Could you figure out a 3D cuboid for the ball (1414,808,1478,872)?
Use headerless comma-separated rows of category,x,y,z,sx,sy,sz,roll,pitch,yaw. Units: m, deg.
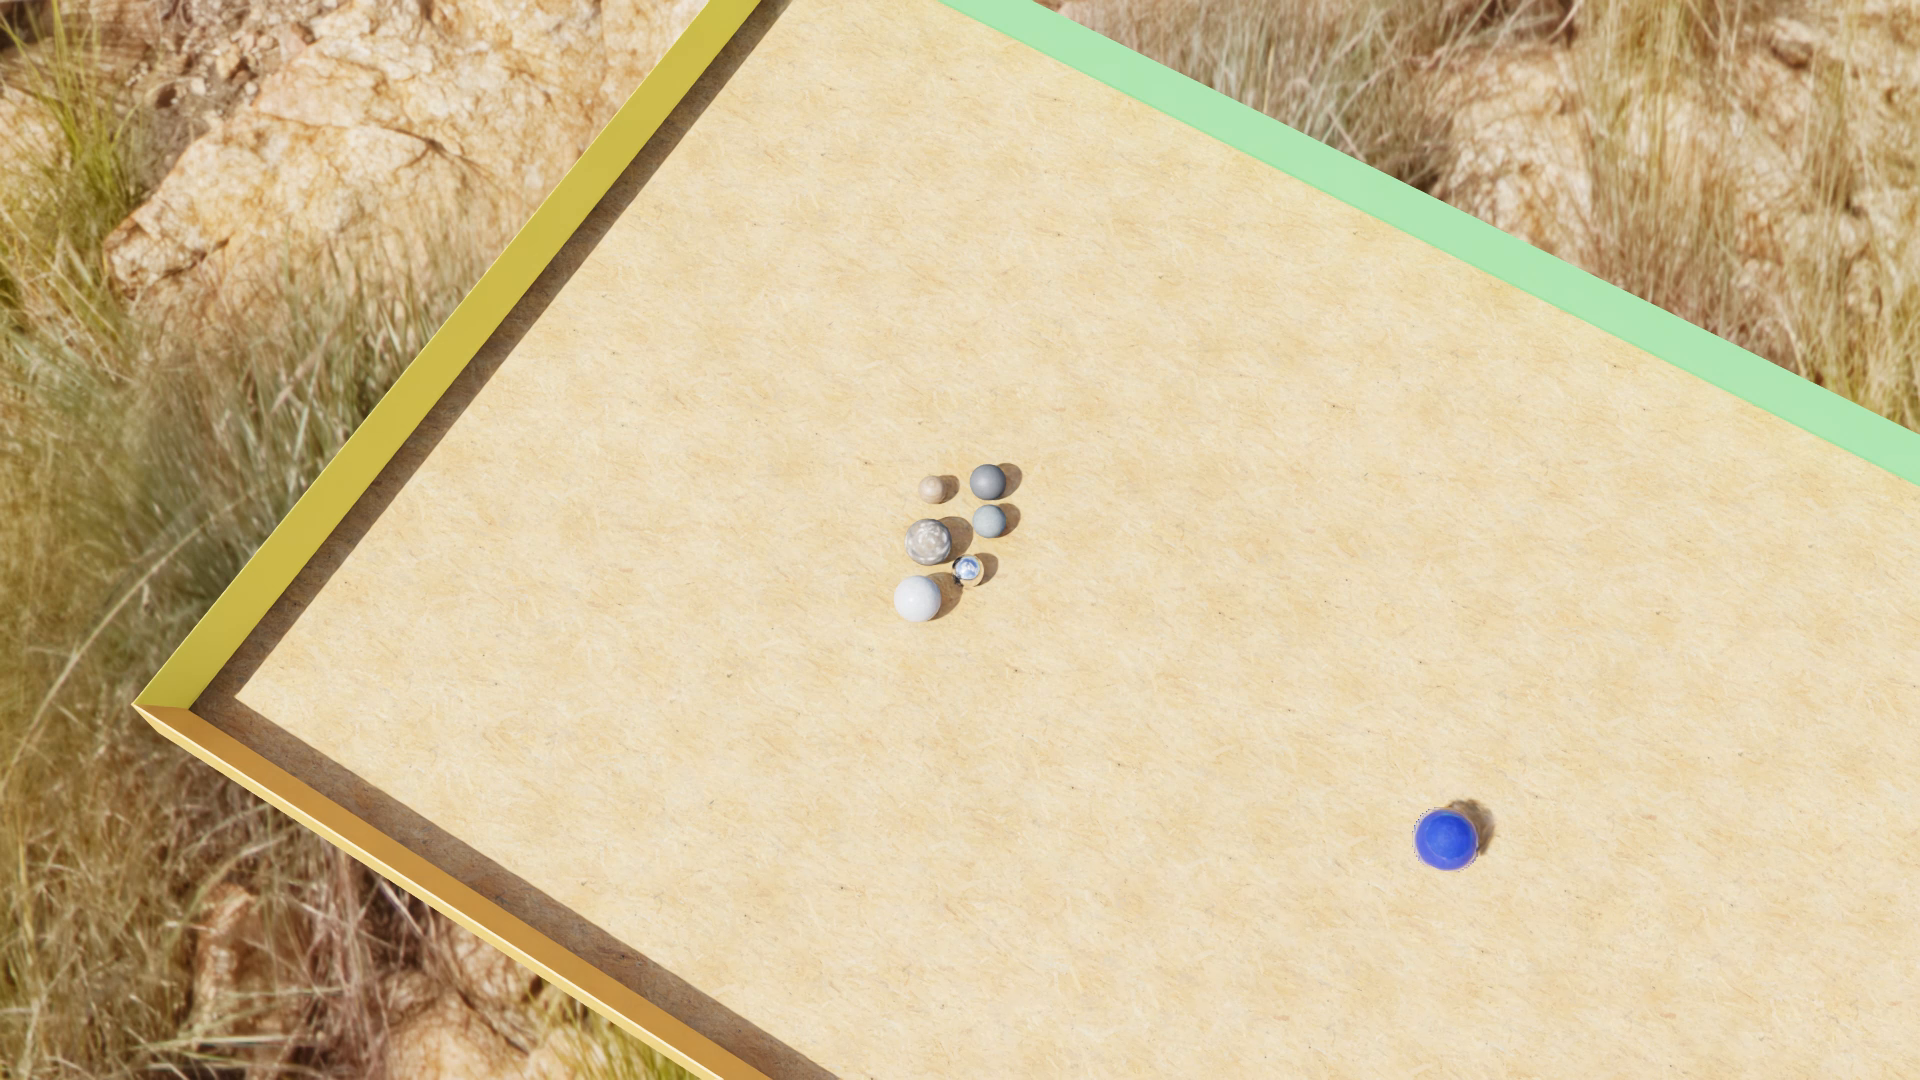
ball,0.738,0.456,3.338,0.095,0.095,0.095,0,65,0

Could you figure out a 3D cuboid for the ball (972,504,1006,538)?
ball,0.048,-0.030,3.584,0.056,0.056,0.056,0,65,0

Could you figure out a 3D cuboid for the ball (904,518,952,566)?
ball,-0.051,0.003,3.556,0.077,0.077,0.077,0,65,0

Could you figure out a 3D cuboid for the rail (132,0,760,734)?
rail,-0.756,-0.434,3.731,0.045,0.124,1.862,29,69,13

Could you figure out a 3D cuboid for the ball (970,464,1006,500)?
ball,0.046,-0.095,3.610,0.061,0.061,0.061,0,65,0

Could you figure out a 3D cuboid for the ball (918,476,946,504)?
ball,-0.046,-0.082,3.612,0.048,0.048,0.048,0,65,0

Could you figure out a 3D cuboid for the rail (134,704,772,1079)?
rail,0.302,1.121,3.014,3.639,0.124,0.045,29,69,13

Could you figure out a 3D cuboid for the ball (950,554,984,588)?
ball,0.012,0.050,3.548,0.054,0.054,0.054,0,65,0

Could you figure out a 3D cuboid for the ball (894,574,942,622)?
ball,-0.068,0.094,3.515,0.076,0.076,0.076,0,65,0

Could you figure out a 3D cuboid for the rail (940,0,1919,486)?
rail,1.250,-0.284,3.662,3.639,0.124,0.045,29,69,13
